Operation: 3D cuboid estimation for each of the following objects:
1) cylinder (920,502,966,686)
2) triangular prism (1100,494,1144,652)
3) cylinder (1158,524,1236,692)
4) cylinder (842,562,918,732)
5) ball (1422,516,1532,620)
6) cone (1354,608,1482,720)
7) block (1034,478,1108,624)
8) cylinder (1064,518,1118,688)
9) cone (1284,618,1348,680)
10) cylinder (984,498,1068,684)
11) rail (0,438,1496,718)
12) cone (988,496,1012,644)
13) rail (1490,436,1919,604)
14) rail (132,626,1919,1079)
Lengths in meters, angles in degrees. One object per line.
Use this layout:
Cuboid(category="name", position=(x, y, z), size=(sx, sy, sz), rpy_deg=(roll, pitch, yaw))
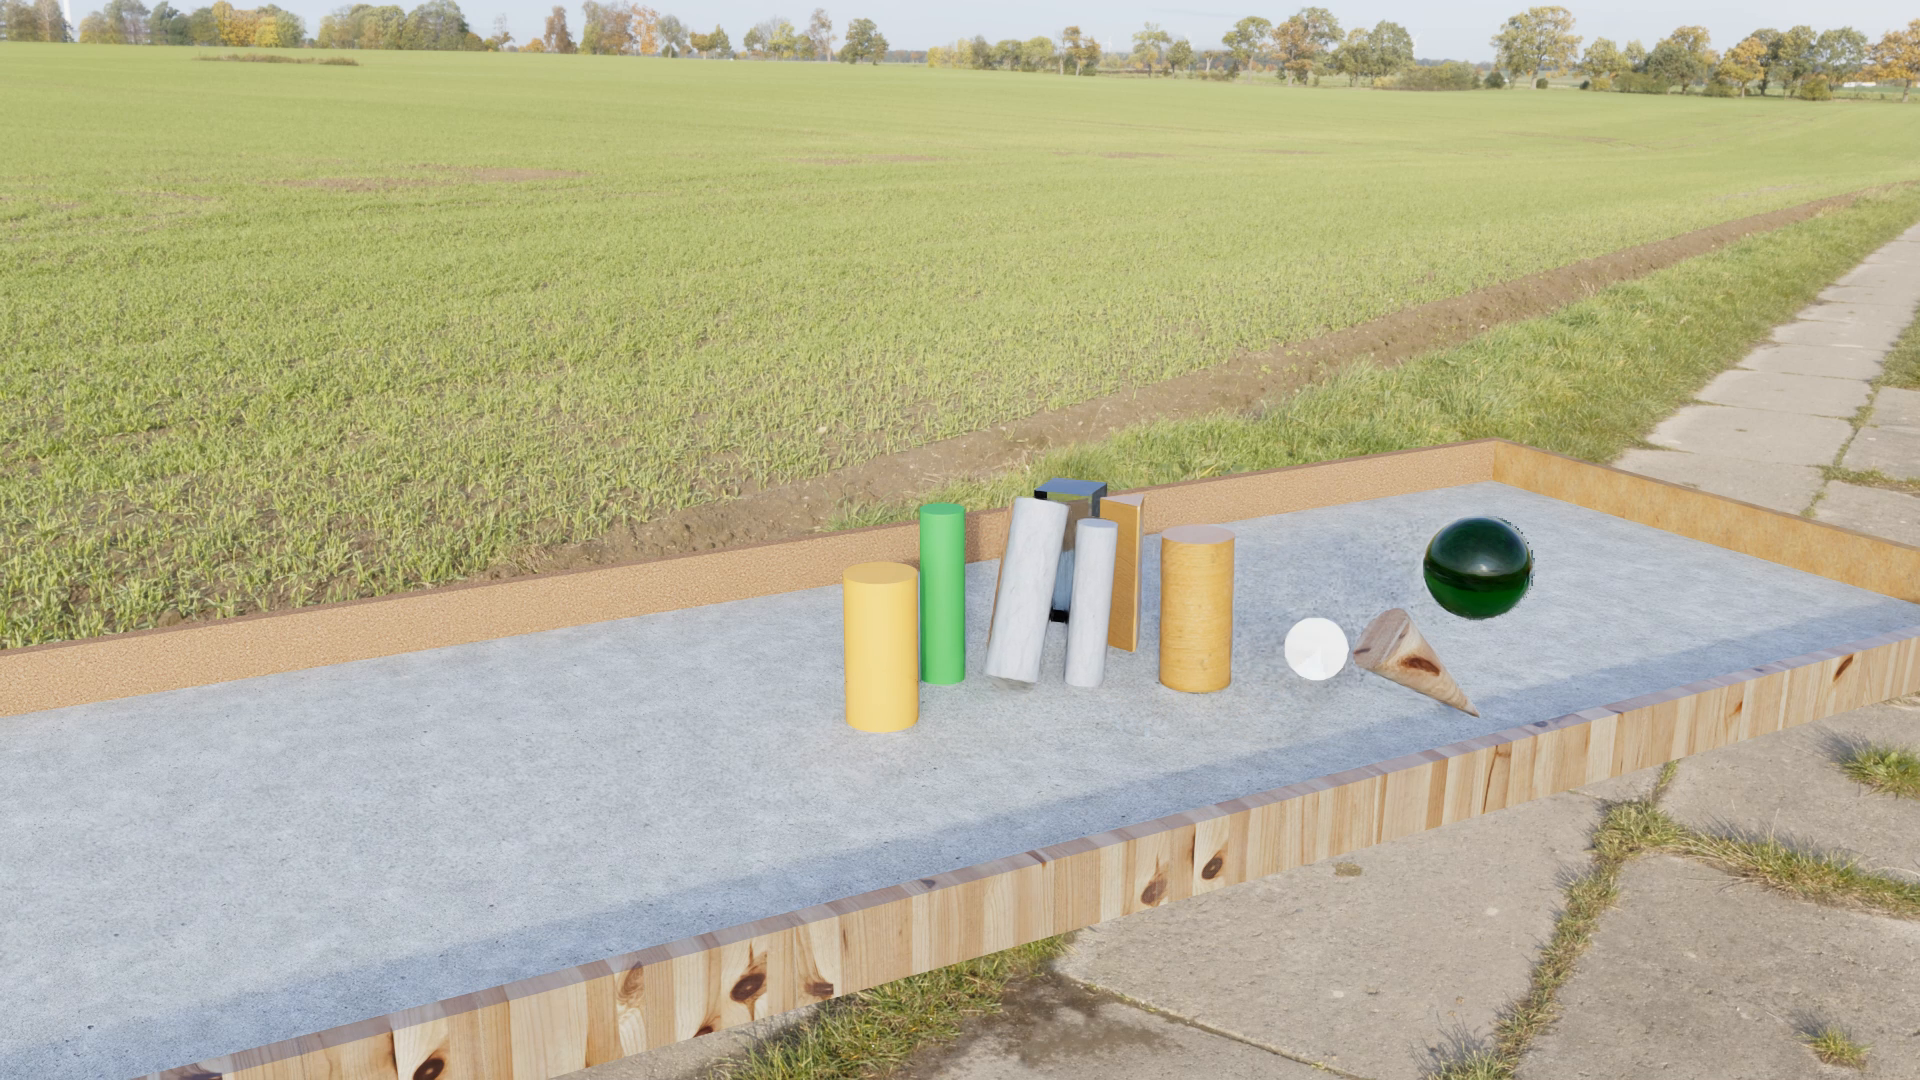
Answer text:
Cuboid(category="cylinder", position=(-0.044, 0.135, 4.112), size=(0.112, 0.442, 0.112), rpy_deg=(0, 16, 0))
Cuboid(category="triangular prism", position=(0.449, 0.082, 4.369), size=(0.124, 0.399, 0.107), rpy_deg=(14, 22, 40))
Cuboid(category="cylinder", position=(0.588, 0.169, 4.098), size=(0.180, 0.380, 0.180), rpy_deg=(-1, 15, 0))
Cuboid(category="cylinder", position=(-0.185, 0.249, 3.865), size=(0.173, 0.362, 0.173), rpy_deg=(0, 16, 0))
Cuboid(category="ball", position=(1.183, 0.064, 3.771), size=(0.239, 0.239, 0.239), rpy_deg=(0, 16, 0))
Cuboid(category="cone", position=(1.103, 0.326, 3.858), size=(0.345, 0.167, 0.167), rpy_deg=(37, 8, -16))
Cuboid(category="block", position=(0.306, 0.030, 4.594), size=(0.157, 0.371, 0.157), rpy_deg=(7, 18, 23))
Cuboid(category="cylinder", position=(0.324, 0.156, 4.090), size=(0.101, 0.405, 0.101), rpy_deg=(4, 13, -1))
Cuboid(category="cone", position=(0.953, 0.264, 4.259), size=(0.154, 0.154, 0.446), rpy_deg=(6, 3, 20))
Cuboid(category="cylinder", position=(0.165, 0.126, 4.106), size=(0.136, 0.445, 0.136), rpy_deg=(10, -4, 1))
Cuboid(category="rail", position=(-3.305, 0.497, 3.399), size=(12.000, 0.150, 0.050), rpy_deg=(-9, 18, -27))
Cuboid(category="cone", position=(0.130, 0.086, 4.308), size=(0.118, 0.425, 0.118), rpy_deg=(0, 16, 0))
Cuboid(category="rail", position=(2.466, -0.048, 5.253), size=(0.050, 0.150, 2.100), rpy_deg=(-9, 18, -27))
Cuboid(category="rail", position=(-2.336, 1.006, 1.665), size=(12.000, 0.150, 0.050), rpy_deg=(-9, 18, -27))
